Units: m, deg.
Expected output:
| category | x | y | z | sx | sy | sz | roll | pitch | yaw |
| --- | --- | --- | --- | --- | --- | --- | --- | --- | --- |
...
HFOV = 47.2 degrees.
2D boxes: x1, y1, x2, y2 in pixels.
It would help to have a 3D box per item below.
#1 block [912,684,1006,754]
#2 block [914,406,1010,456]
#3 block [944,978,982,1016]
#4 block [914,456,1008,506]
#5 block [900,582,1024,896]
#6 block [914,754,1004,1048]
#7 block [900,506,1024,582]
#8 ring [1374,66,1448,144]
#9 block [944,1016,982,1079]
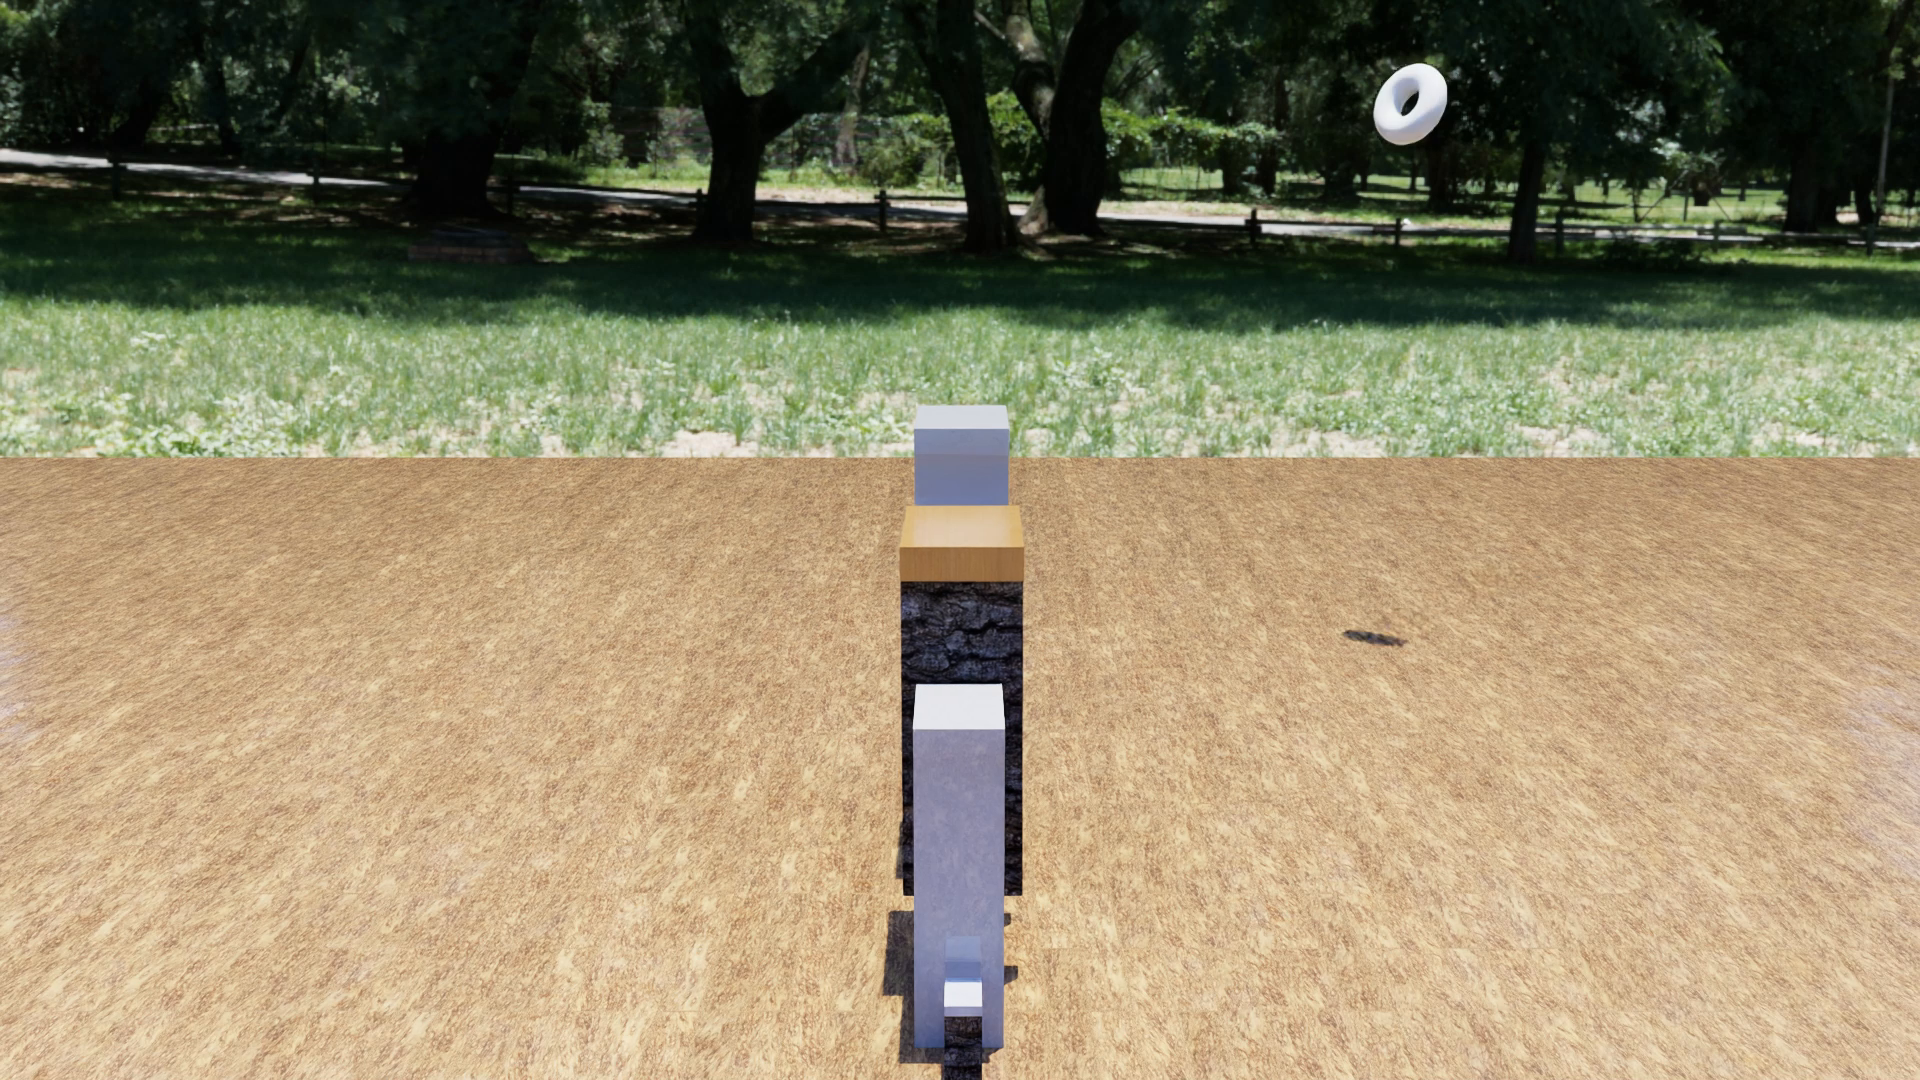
| category | x | y | z | sx | sy | sz | roll | pitch | yaw |
| --- | --- | --- | --- | --- | --- | --- | --- | --- | --- |
| block | -0.001 | 0.248 | 3.069 | 0.124 | 0.035 | 0.247 | 0 | 11 | 0 |
| block | 0.003 | -0.192 | 3.808 | 0.158 | 0.045 | 0.317 | 0 | 11 | 0 |
| block | 0.004 | 0.614 | 2.955 | 0.050 | 0.014 | 0.100 | 0 | 11 | 0 |
| block | 0.002 | 0.111 | 3.757 | 0.158 | 0.531 | 0.045 | 0 | 11 | 0 |
| block | 0.004 | 0.288 | 3.268 | 0.179 | 0.487 | 0.051 | 0 | 11 | 0 |
| block | -0.001 | 0.491 | 3.030 | 0.124 | 0.428 | 0.035 | 0 | 11 | 0 |
| block | 0.004 | 0.002 | 3.337 | 0.179 | 0.051 | 0.357 | 0 | 10 | 0 |
| ring | 1.098 | -1.062 | 5.360 | 0.068 | 0.205 | 0.205 | 22 | -5 | -36 |
| block | 0.004 | 0.676 | 2.933 | 0.050 | 0.100 | 0.014 | 0 | 11 | 0 |
